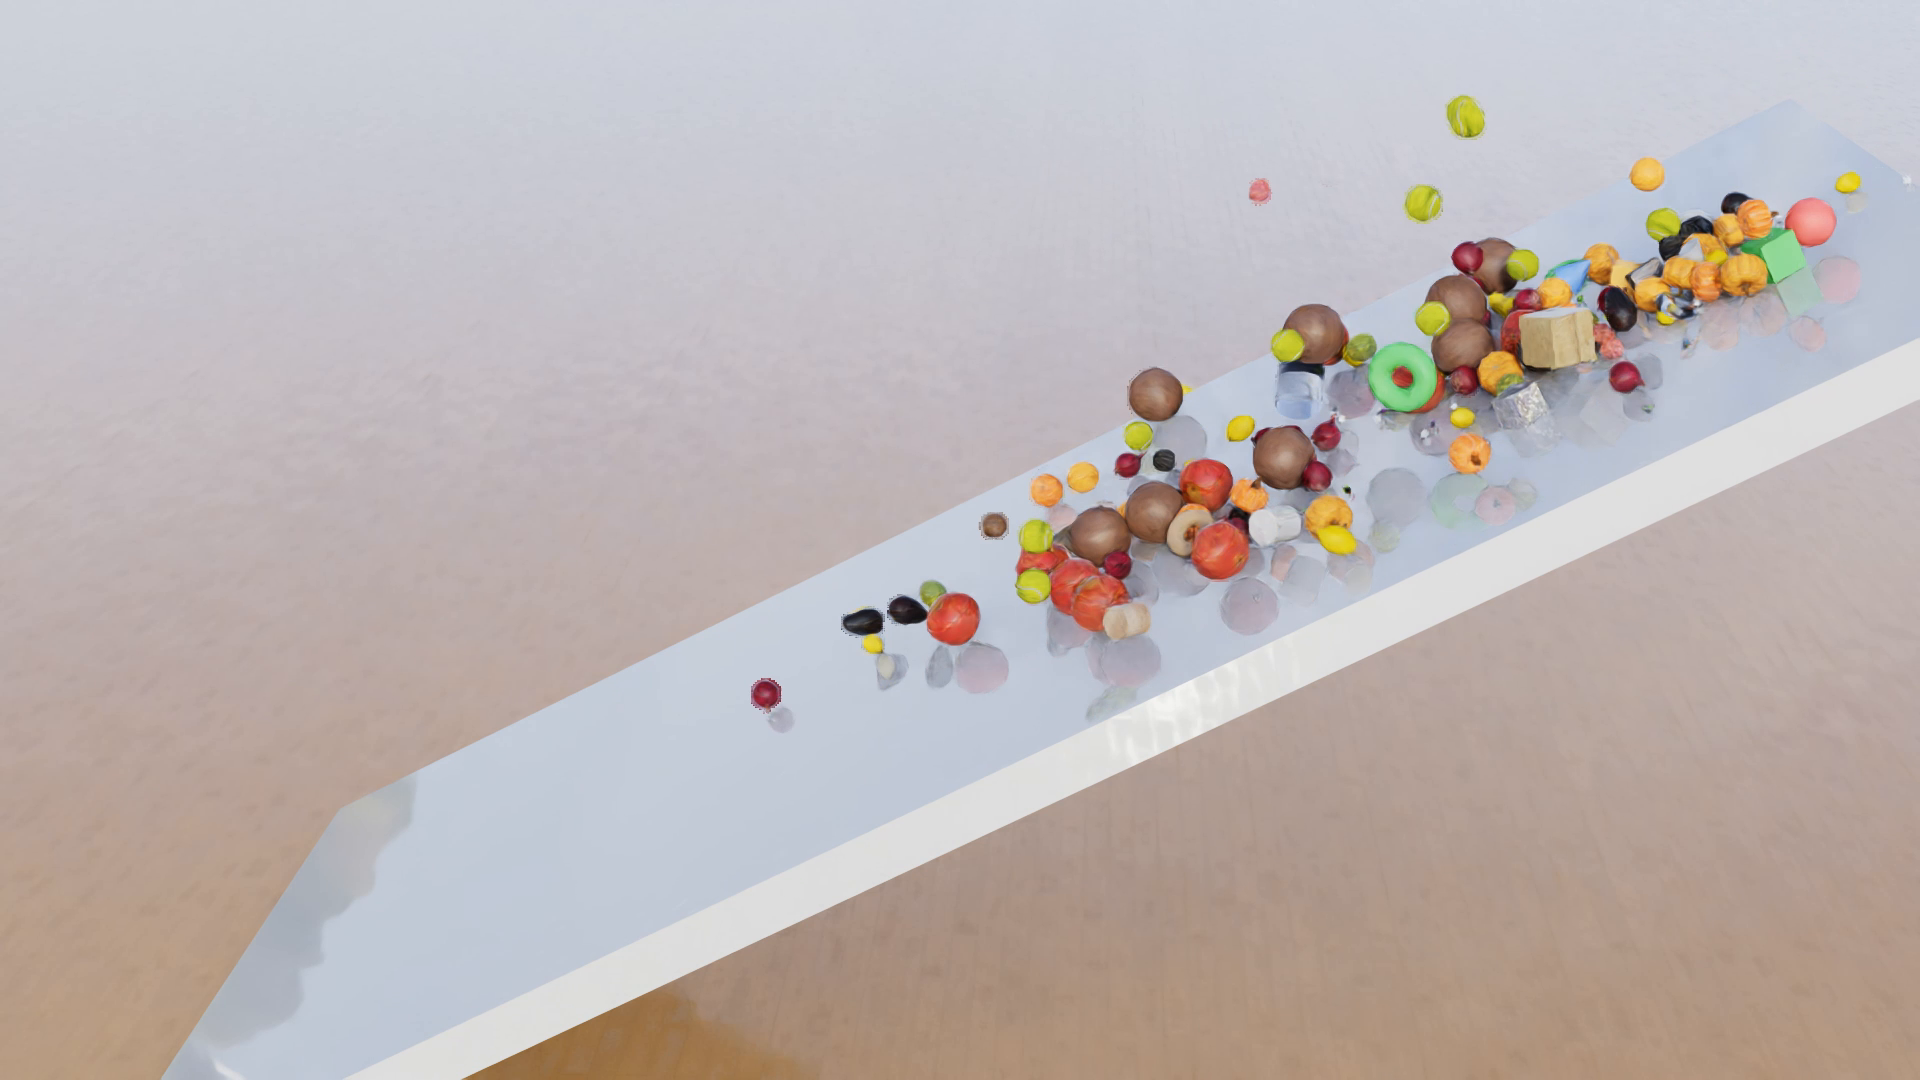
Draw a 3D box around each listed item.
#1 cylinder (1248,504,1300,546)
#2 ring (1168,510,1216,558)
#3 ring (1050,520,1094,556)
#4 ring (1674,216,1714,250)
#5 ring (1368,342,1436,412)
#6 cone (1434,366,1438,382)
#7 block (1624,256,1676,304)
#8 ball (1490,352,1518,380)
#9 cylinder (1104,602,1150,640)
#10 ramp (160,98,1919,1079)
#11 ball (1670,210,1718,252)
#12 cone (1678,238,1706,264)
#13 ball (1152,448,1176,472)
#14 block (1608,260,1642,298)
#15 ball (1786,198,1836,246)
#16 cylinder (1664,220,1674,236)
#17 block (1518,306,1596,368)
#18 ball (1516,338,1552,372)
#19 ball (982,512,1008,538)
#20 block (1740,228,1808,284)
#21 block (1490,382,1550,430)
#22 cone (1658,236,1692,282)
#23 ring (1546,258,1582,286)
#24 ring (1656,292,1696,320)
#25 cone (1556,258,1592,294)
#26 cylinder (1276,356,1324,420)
[{"bbox_3d":[0.600,-0.029,5.609,0.070,0.070,0.070,16,18,43],"label":"cylinder"},{"bbox_3d":[0.466,-0.013,5.910,0.107,0.107,0.036,13,-18,36],"label":"ring"},{"bbox_3d":[0.243,-0.005,6.411,0.106,0.035,0.106,-31,15,9],"label":"ring"},{"bbox_3d":[1.494,-0.620,5.994,0.029,0.087,0.087,35,-7,-37],"label":"ring"},{"bbox_3d":[0.870,-0.320,5.786,0.140,0.140,0.047,8,20,25],"label":"ring"},{"bbox_3d":[0.972,-0.351,6.118,0.079,0.079,0.079,10,21,29],"label":"cone"},{"bbox_3d":[1.389,-0.523,5.924,0.066,0.066,0.066,-34,0,5],"label":"block"},{"bbox_3d":[1.097,-0.350,5.940,0.056,0.056,0.056,0,17,0],"label":"ball"},{"bbox_3d":[0.295,0.143,5.201,0.059,0.059,0.059,-11,20,-39],"label":"cylinder"},{"bbox_3d":[0.140,0.167,6.281,4.000,0.100,2.000,-26,14,10],"label":"ramp"},{"bbox_3d":[1.514,-0.635,6.070,0.093,0.093,0.093,0,17,0],"label":"ball"},{"bbox_3d":[1.462,-0.562,5.829,0.054,0.054,0.054,40,13,-12],"label":"cone"},{"bbox_3d":[0.457,-0.178,6.582,0.052,0.052,0.052,0,17,0],"label":"ball"},{"bbox_3d":[1.362,-0.534,6.006,0.058,0.058,0.058,13,21,15],"label":"block"},{"bbox_3d":[1.641,-0.613,5.673,0.095,0.095,0.095,0,17,0],"label":"ball"},{"bbox_3d":[1.524,-0.652,6.180,0.060,0.060,0.060,-33,28,-17],"label":"cylinder"},{"bbox_3d":[1.162,-0.394,5.722,0.099,0.099,0.099,-14,13,-25],"label":"block"},{"bbox_3d":[1.153,-0.378,5.848,0.089,0.089,0.089,0,17,0],"label":"ball"},{"bbox_3d":[0.073,-0.031,6.278,0.055,0.055,0.055,0,17,0],"label":"ball"},{"bbox_3d":[1.571,-0.549,5.681,0.077,0.077,0.077,-29,14,-9],"label":"block"},{"bbox_3d":[1.073,-0.257,5.636,0.065,0.065,0.065,-35,15,-26],"label":"block"},{"bbox_3d":[1.450,-0.555,5.944,0.087,0.087,0.087,5,59,16],"label":"cone"},{"bbox_3d":[1.317,-0.581,6.391,0.094,0.031,0.094,-26,14,7],"label":"ring"},{"bbox_3d":[1.388,-0.453,5.704,0.083,0.028,0.083,15,30,-9],"label":"ring"},{"bbox_3d":[1.287,-0.562,6.102,0.071,0.071,0.071,28,38,-25],"label":"cone"},{"bbox_3d":[0.739,-0.331,6.395,0.100,0.100,0.100,3,58,10],"label":"cylinder"}]
